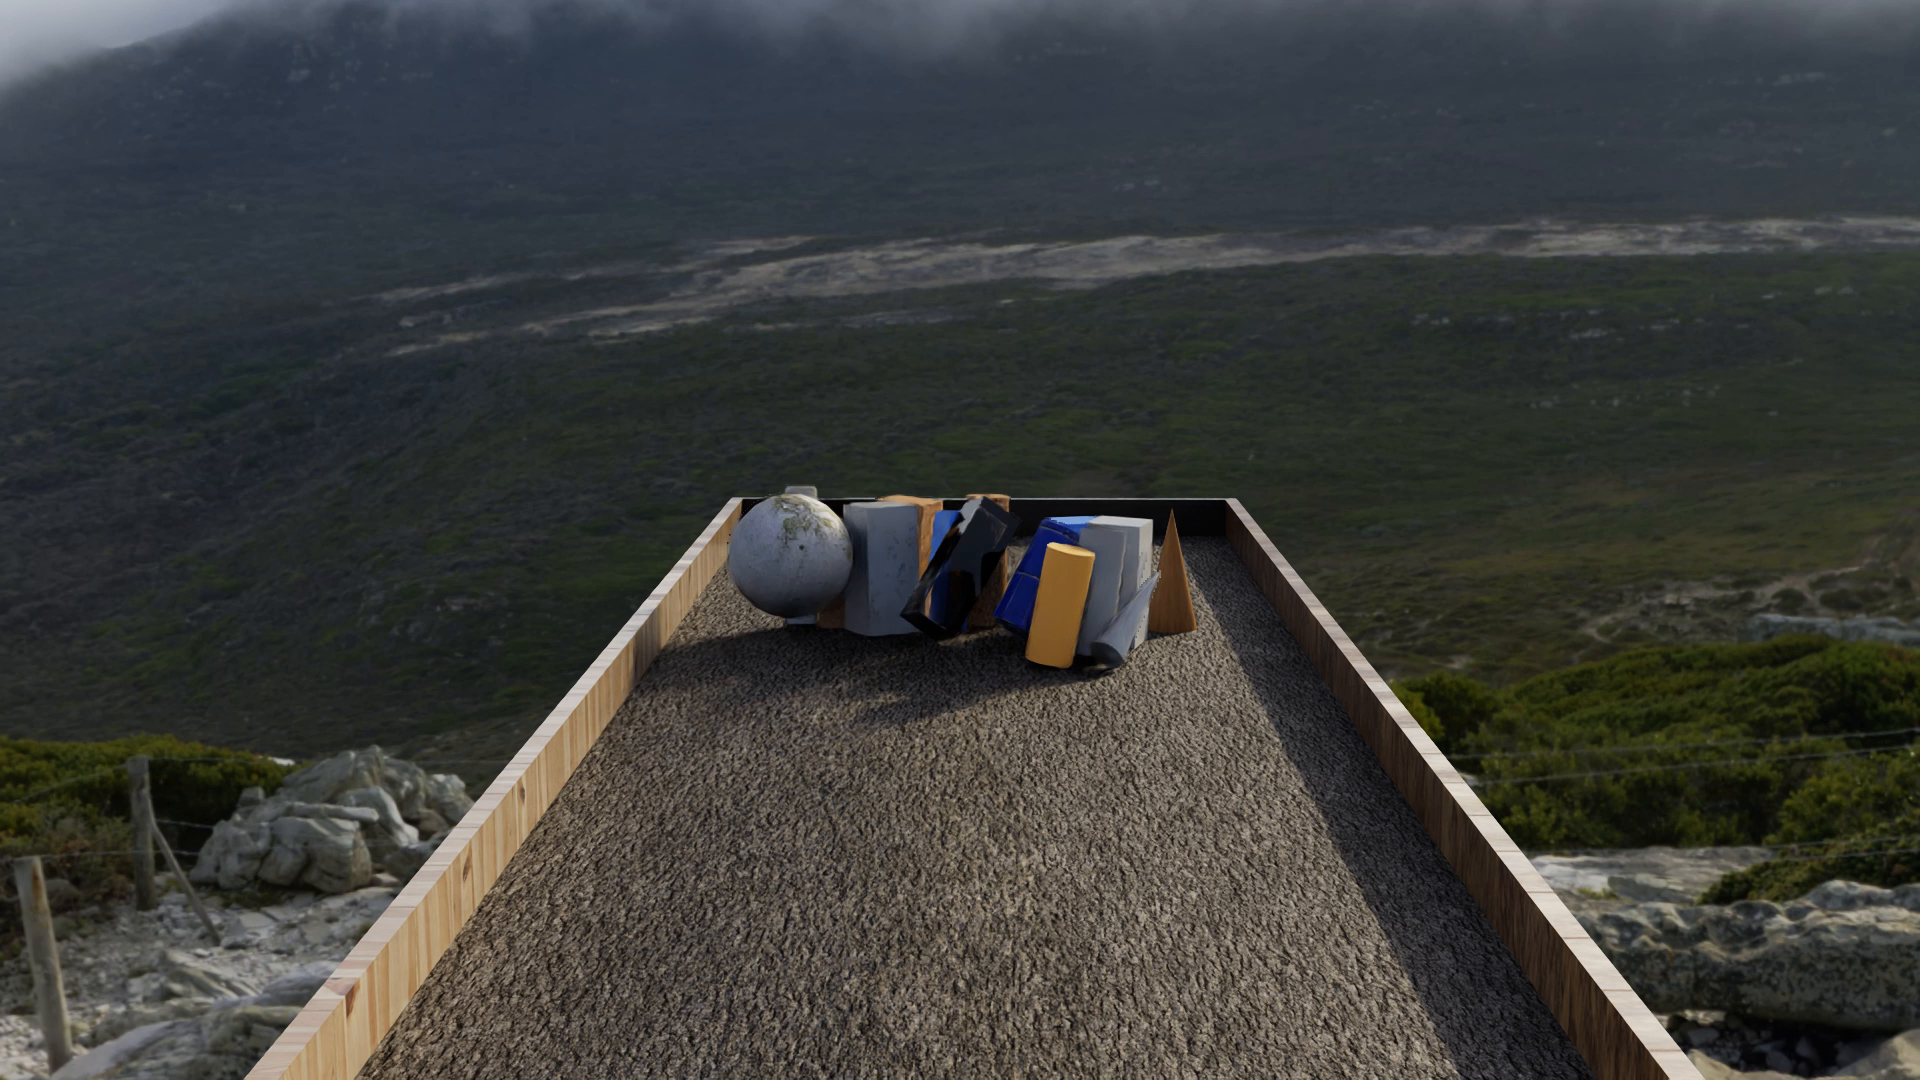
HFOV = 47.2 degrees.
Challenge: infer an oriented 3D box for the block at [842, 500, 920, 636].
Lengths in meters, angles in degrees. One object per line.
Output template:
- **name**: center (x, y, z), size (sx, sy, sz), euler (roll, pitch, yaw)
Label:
- **block**: center (-0.256, 0.090, 7.096), size (0.180, 0.411, 0.180), euler (-4, 7, -28)

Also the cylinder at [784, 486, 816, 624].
- **cylinder**: center (-0.523, 0.051, 7.220), size (0.103, 0.447, 0.103), euler (0, -2, 0)

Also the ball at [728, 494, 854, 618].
- **ball**: center (-0.535, 0.051, 6.972), size (0.394, 0.394, 0.394), euler (0, 9, 0)

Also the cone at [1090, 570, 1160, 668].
- **cone**: center (0.527, 0.214, 6.654), size (0.114, 0.114, 0.373), euler (7, 48, 37)

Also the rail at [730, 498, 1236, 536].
- **rail**: center (0.099, -0.098, 9.147), size (2.100, 0.150, 0.050), euler (0, 9, 1)

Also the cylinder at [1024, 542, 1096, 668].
- **cylinder**: center (0.299, 0.195, 6.600), size (0.148, 0.346, 0.148), euler (11, 10, -2)

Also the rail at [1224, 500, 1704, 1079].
- **rail**: center (1.046, 0.843, 3.208), size (0.050, 0.150, 12.000), euler (0, 9, 1)

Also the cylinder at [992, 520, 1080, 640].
- **cylinder**: center (0.258, 0.133, 6.931), size (0.179, 0.347, 0.179), euler (27, -10, 5)

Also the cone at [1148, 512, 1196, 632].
- **cone**: center (0.688, 0.090, 7.169), size (0.176, 0.398, 0.176), euler (0, 9, 0)

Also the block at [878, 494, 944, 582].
- **block**: center (-0.178, 0.063, 7.299), size (0.164, 0.396, 0.164), euler (8, 9, 22)

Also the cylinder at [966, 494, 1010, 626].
- **cylinder**: center (0.085, 0.066, 7.225), size (0.141, 0.422, 0.141), euler (2, 6, 0)

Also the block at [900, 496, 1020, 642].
- **block**: center (0.001, 0.091, 6.966), size (0.148, 0.441, 0.148), euler (36, -20, -17)

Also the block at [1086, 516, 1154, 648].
- **block**: center (0.496, 0.130, 6.937), size (0.172, 0.385, 0.172), euler (5, 10, 18)

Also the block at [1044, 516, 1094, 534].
- **block**: center (0.372, 0.109, 7.204), size (0.160, 0.350, 0.160), euler (-2, 9, -15)

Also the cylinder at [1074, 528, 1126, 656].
- **cylinder**: center (0.414, 0.161, 6.709), size (0.142, 0.382, 0.142), euler (7, 0, 0)

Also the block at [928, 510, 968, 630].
- **block**: center (-0.030, 0.098, 7.104), size (0.108, 0.374, 0.108), euler (11, -9, -28)

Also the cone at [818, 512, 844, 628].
- **cone**: center (-0.390, 0.093, 7.214), size (0.162, 0.375, 0.162), euler (0, 8, 0)

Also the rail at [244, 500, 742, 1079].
- **rail**: center (-1.004, 0.839, 3.234), size (0.050, 0.150, 12.000), euler (0, 9, 1)
